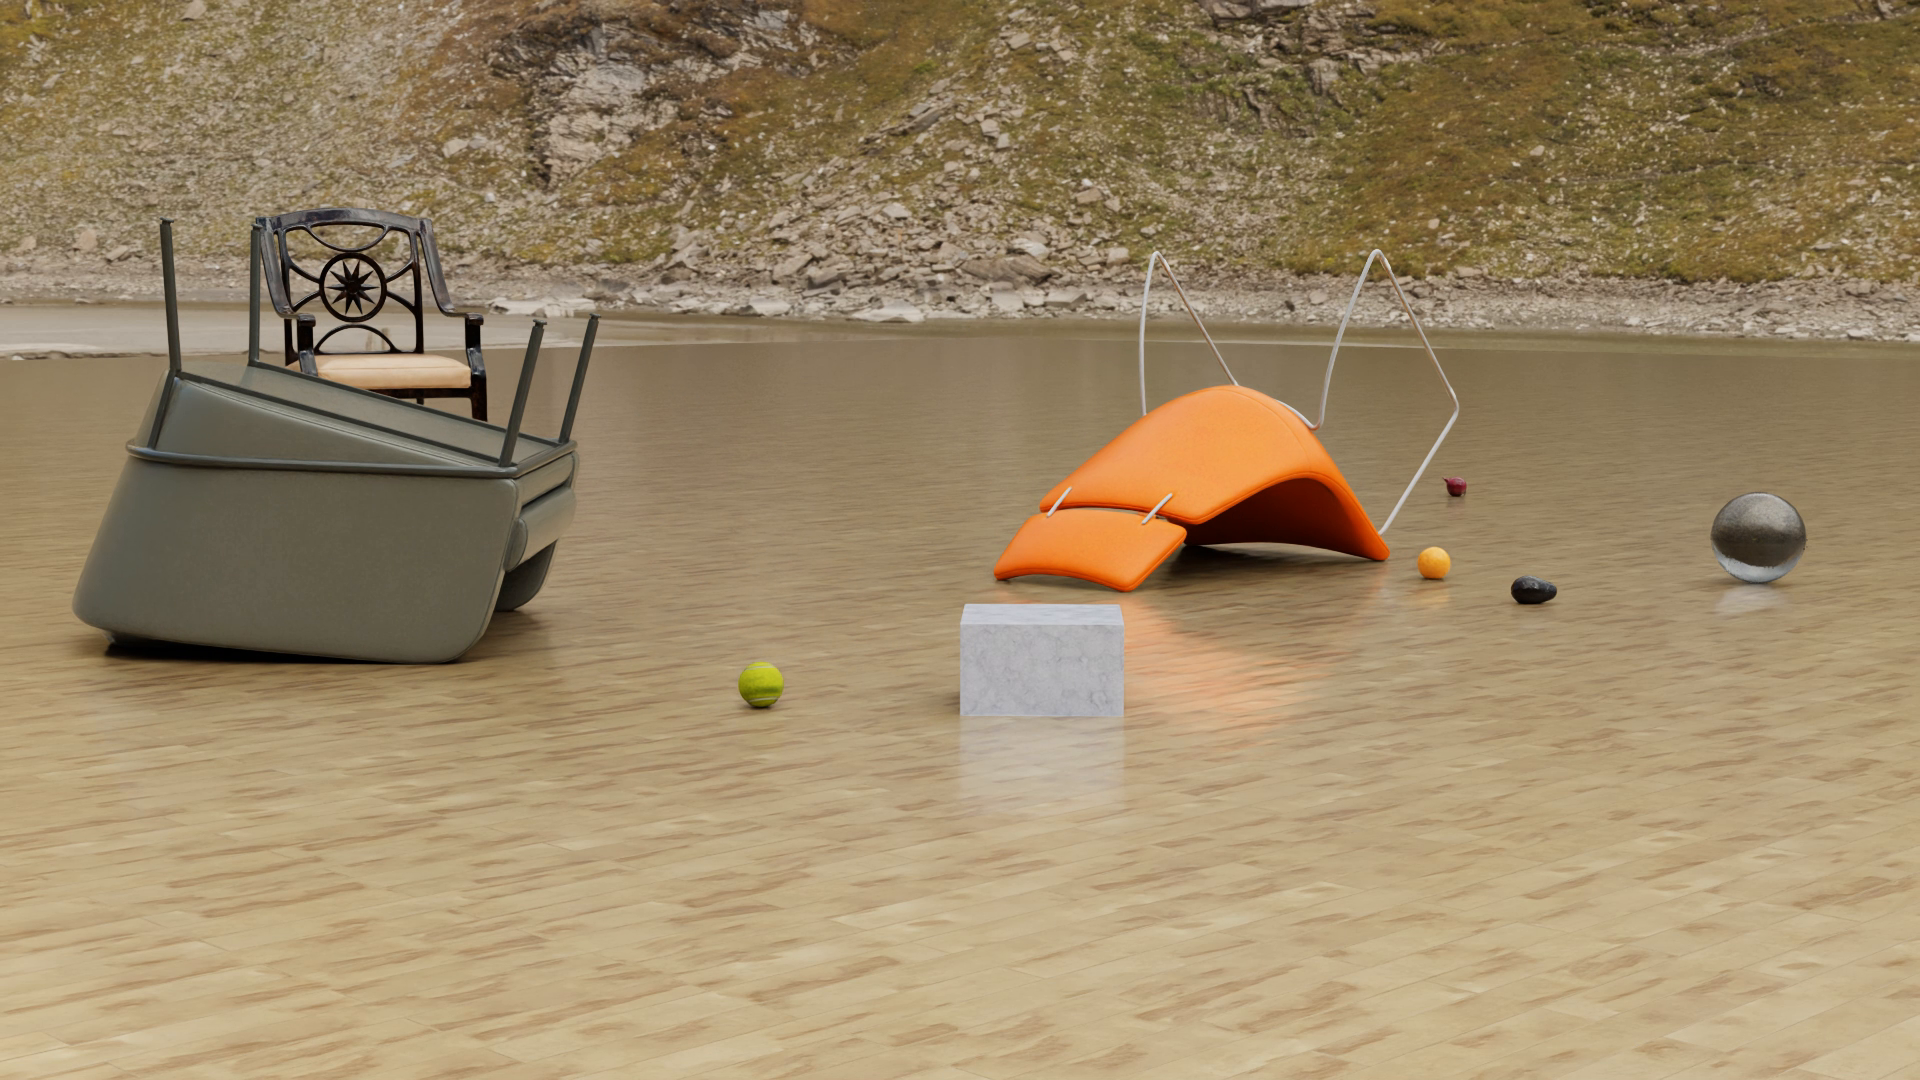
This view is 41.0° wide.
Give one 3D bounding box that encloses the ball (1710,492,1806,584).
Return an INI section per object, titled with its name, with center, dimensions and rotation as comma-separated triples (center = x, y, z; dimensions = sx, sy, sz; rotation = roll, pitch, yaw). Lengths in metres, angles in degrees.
[ball]
center = 1.712, -0.005, 5.504
dimensions = 0.197, 0.197, 0.197
rotation = 0, 6, 0

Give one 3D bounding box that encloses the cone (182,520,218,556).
[cone]
center = -1.793, -0.007, 6.054
dimensions = 0.094, 0.087, 0.052
rotation = 2, 6, 16

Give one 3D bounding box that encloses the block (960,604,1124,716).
[block]
center = 0.127, 0.183, 3.961
dimensions = 0.245, 0.139, 0.235
rotation = 0, 6, 2
